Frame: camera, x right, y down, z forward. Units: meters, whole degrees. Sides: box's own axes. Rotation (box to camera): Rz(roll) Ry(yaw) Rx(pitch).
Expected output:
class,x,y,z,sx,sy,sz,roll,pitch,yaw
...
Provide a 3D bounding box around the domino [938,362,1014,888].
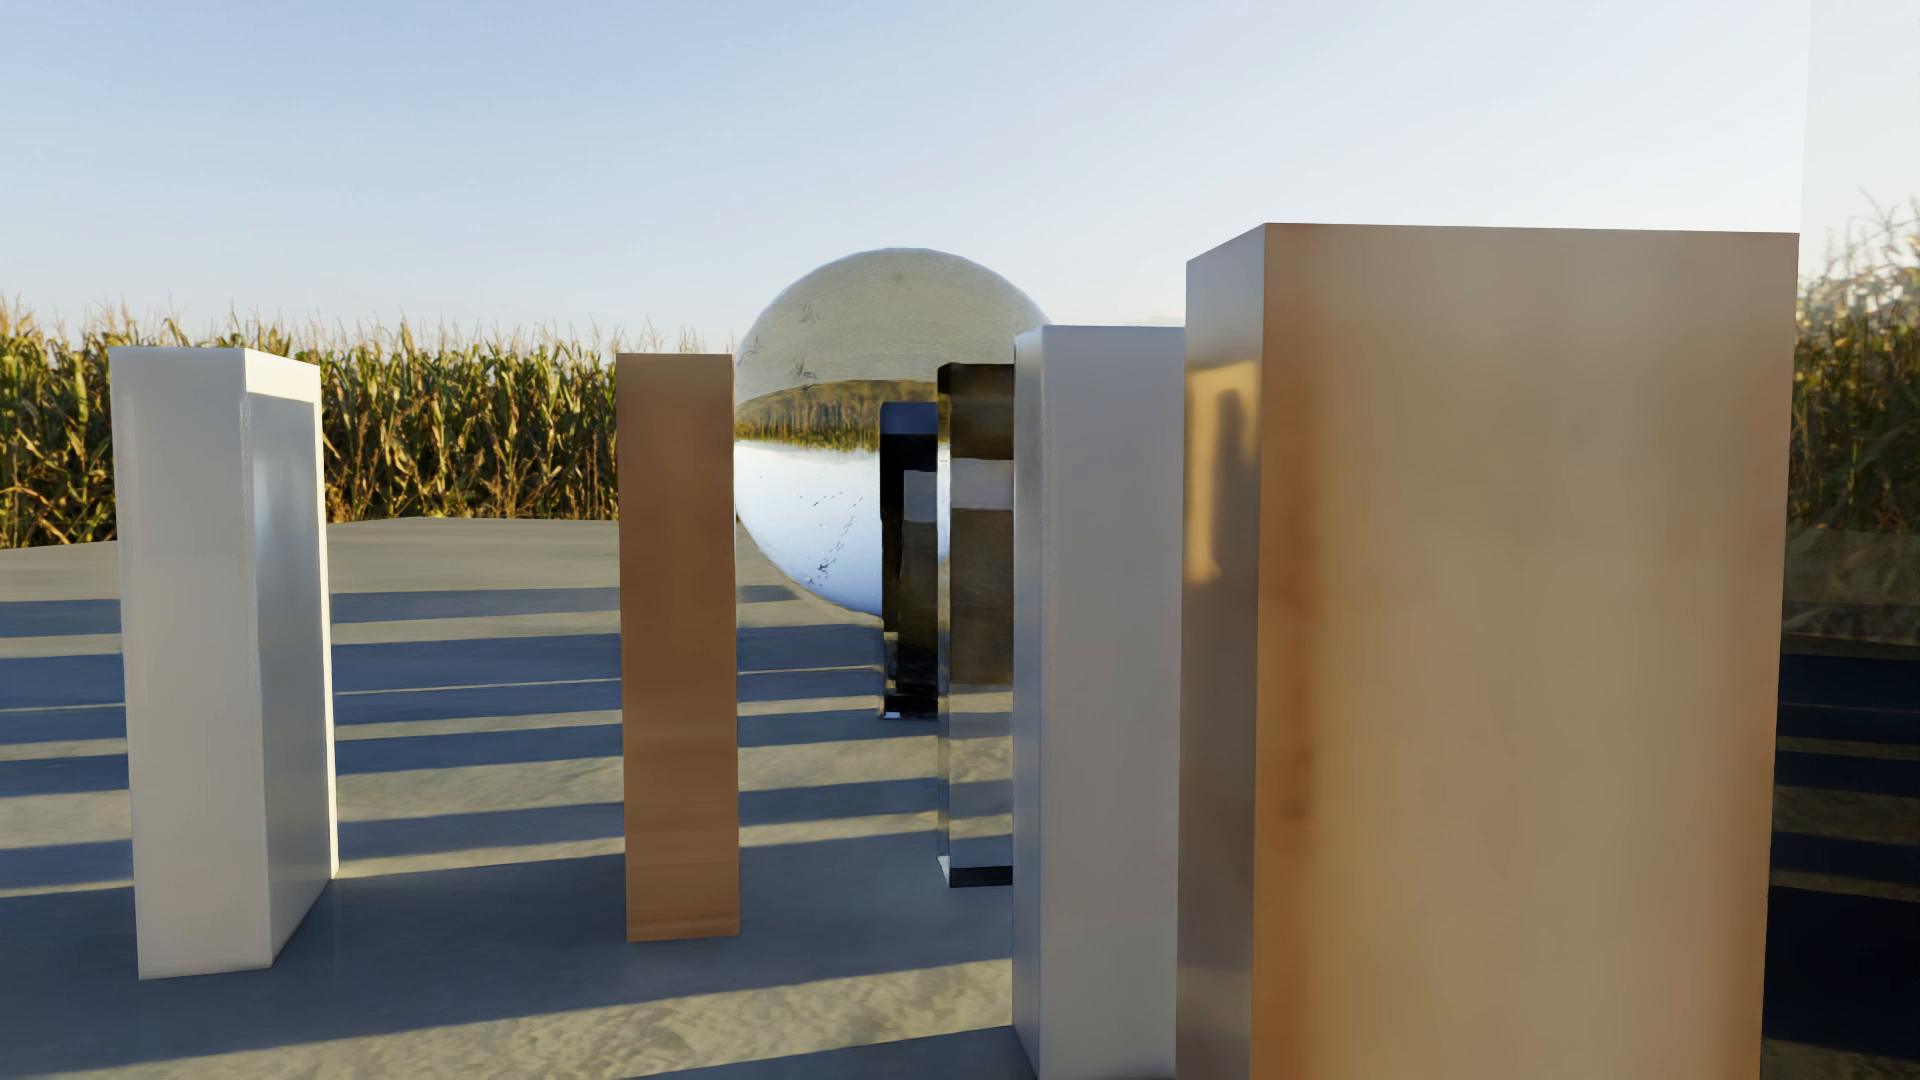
class,x,y,z,sx,sy,sz,roll,pitch,yaw
domino,0.011,0.008,0.128,0.025,0.050,0.010,-1,4,-8

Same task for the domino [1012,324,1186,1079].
class,x,y,z,sx,sy,sz,roll,pitch,yaw
domino,0.017,0.011,0.090,0.025,0.050,0.010,-1,4,-9

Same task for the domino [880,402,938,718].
class,x,y,z,sx,sy,sz,roll,pitch,yaw
domino,0.001,0.004,0.190,0.025,0.050,0.009,0,34,-2

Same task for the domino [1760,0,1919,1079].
class,x,y,z,sx,sy,sz,roll,pitch,yaw
domino,0.023,0.017,0.013,0.025,0.050,0.009,0,4,3

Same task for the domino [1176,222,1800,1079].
class,x,y,z,sx,sy,sz,roll,pitch,yaw
domino,0.022,0.014,0.051,0.025,0.050,0.009,0,4,-6

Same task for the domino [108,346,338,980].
class,x,y,z,sx,sy,sz,roll,pitch,yaw
domino,-0.064,0.009,0.113,0.009,0.050,0.025,-1,4,-14

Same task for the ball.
class,x,y,z,sx,sy,sz,roll,pitch,yaw
ball,-0.012,-0.023,0.278,0.080,0.080,0.080,0,4,0

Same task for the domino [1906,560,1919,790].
class,x,y,z,sx,sy,sz,roll,pitch,yaw
domino,0.125,0.006,0.154,0.010,0.050,0.025,-2,5,-24

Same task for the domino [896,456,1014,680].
class,x,y,z,sx,sy,sz,roll,pitch,yaw
domino,0.003,0.006,0.212,0.025,0.009,0.050,2,-36,-3

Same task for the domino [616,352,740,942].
class,x,y,z,sx,sy,sz,roll,pitch,yaw
domino,-0.026,0.008,0.121,0.009,0.050,0.025,-1,4,-10
